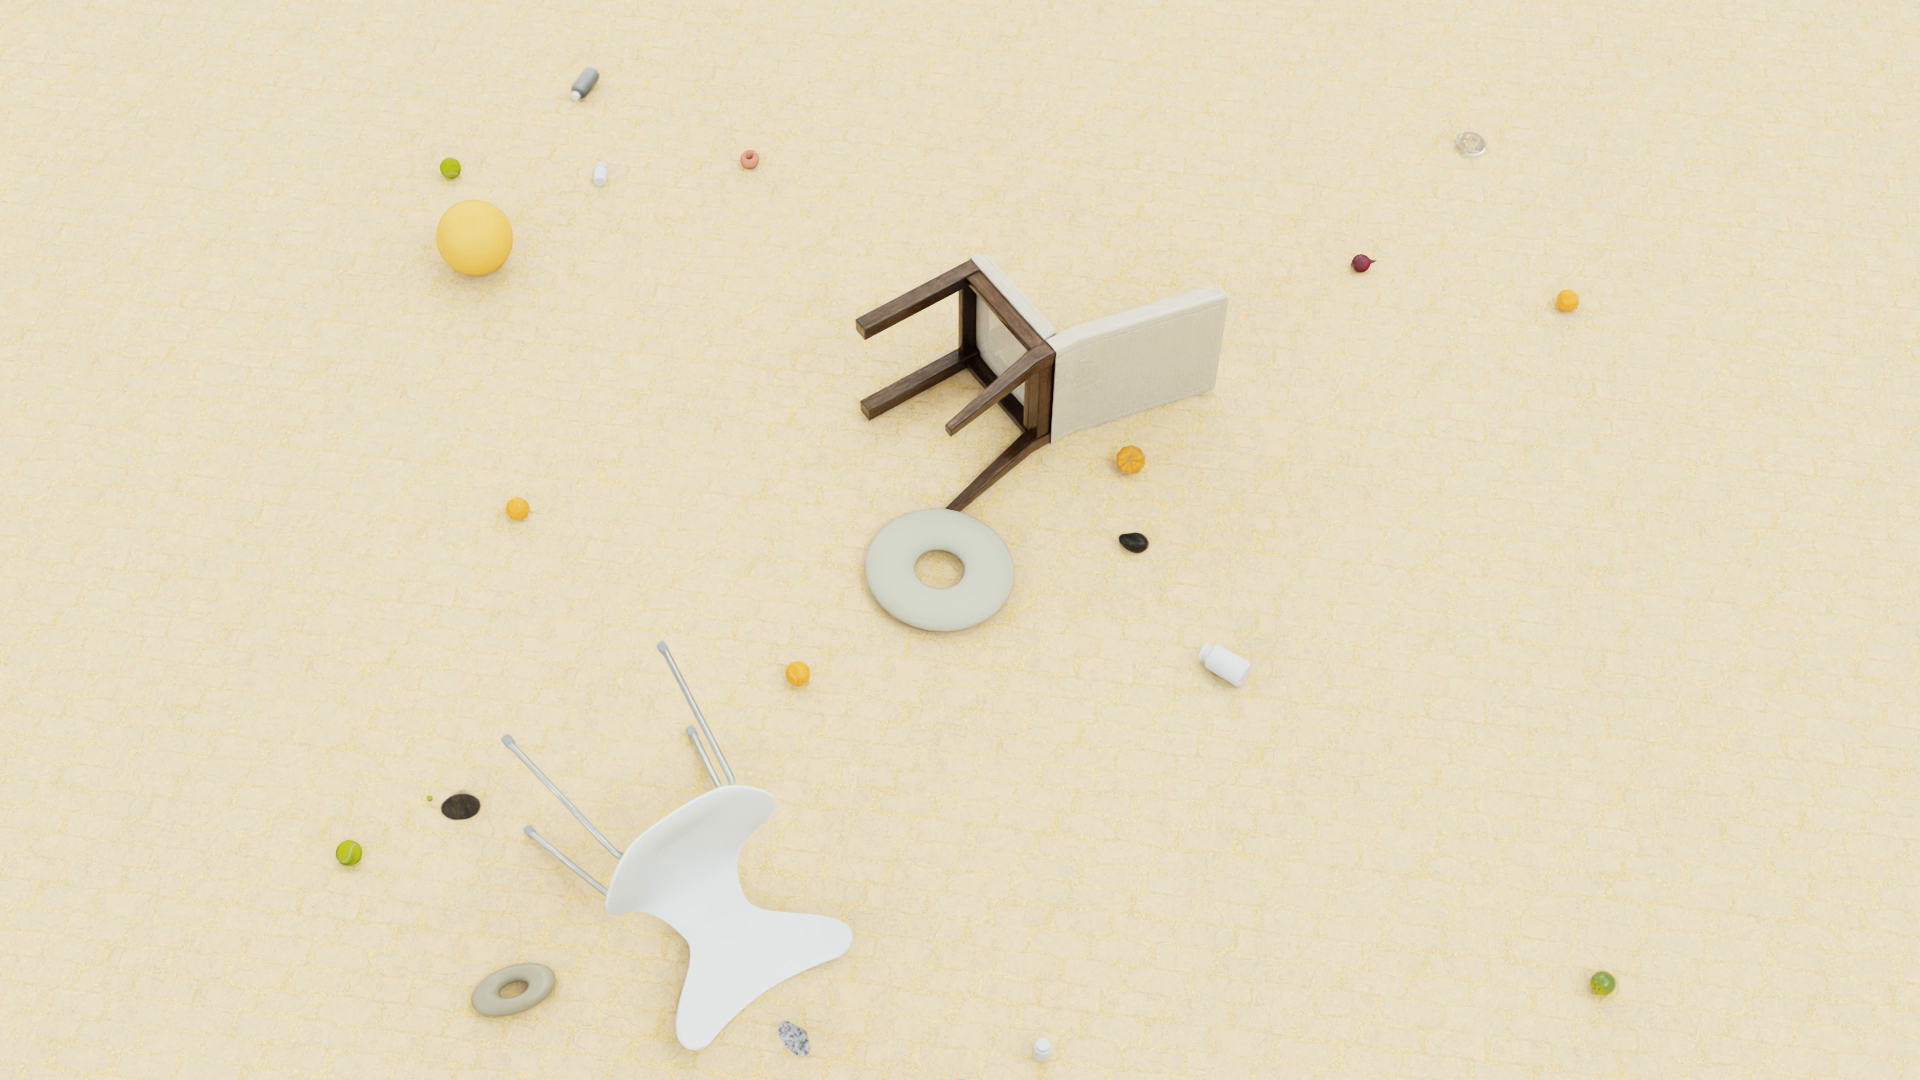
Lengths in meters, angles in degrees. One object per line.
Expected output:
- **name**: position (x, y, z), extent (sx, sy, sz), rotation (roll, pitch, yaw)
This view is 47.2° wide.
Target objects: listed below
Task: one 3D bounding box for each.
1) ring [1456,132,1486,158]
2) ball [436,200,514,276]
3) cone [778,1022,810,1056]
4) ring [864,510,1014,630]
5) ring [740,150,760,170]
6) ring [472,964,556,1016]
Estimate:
- **ring**: position (1.733, -1.343, 7.462), extent (0.105, 0.021, 0.116), rotation (-4, 56, -2)
- **ball**: position (-1.562, -0.974, 7.080), extent (0.244, 0.244, 0.244), rotation (0, 56, 0)
- **cone**: position (-0.413, 1.282, 5.694), extent (0.111, 0.078, 0.054), rotation (38, 28, 23)
- **ring**: position (-0.060, 0.086, 6.473), extent (0.451, 0.073, 0.417), rotation (26, 60, 17)
- **ring**: position (-0.708, -1.282, 7.410), extent (0.062, 0.042, 0.067), rotation (17, 60, 13)
- **ring**: position (-1.168, 1.176, 5.754), extent (0.226, 0.052, 0.131), rotation (-17, 59, -10)
